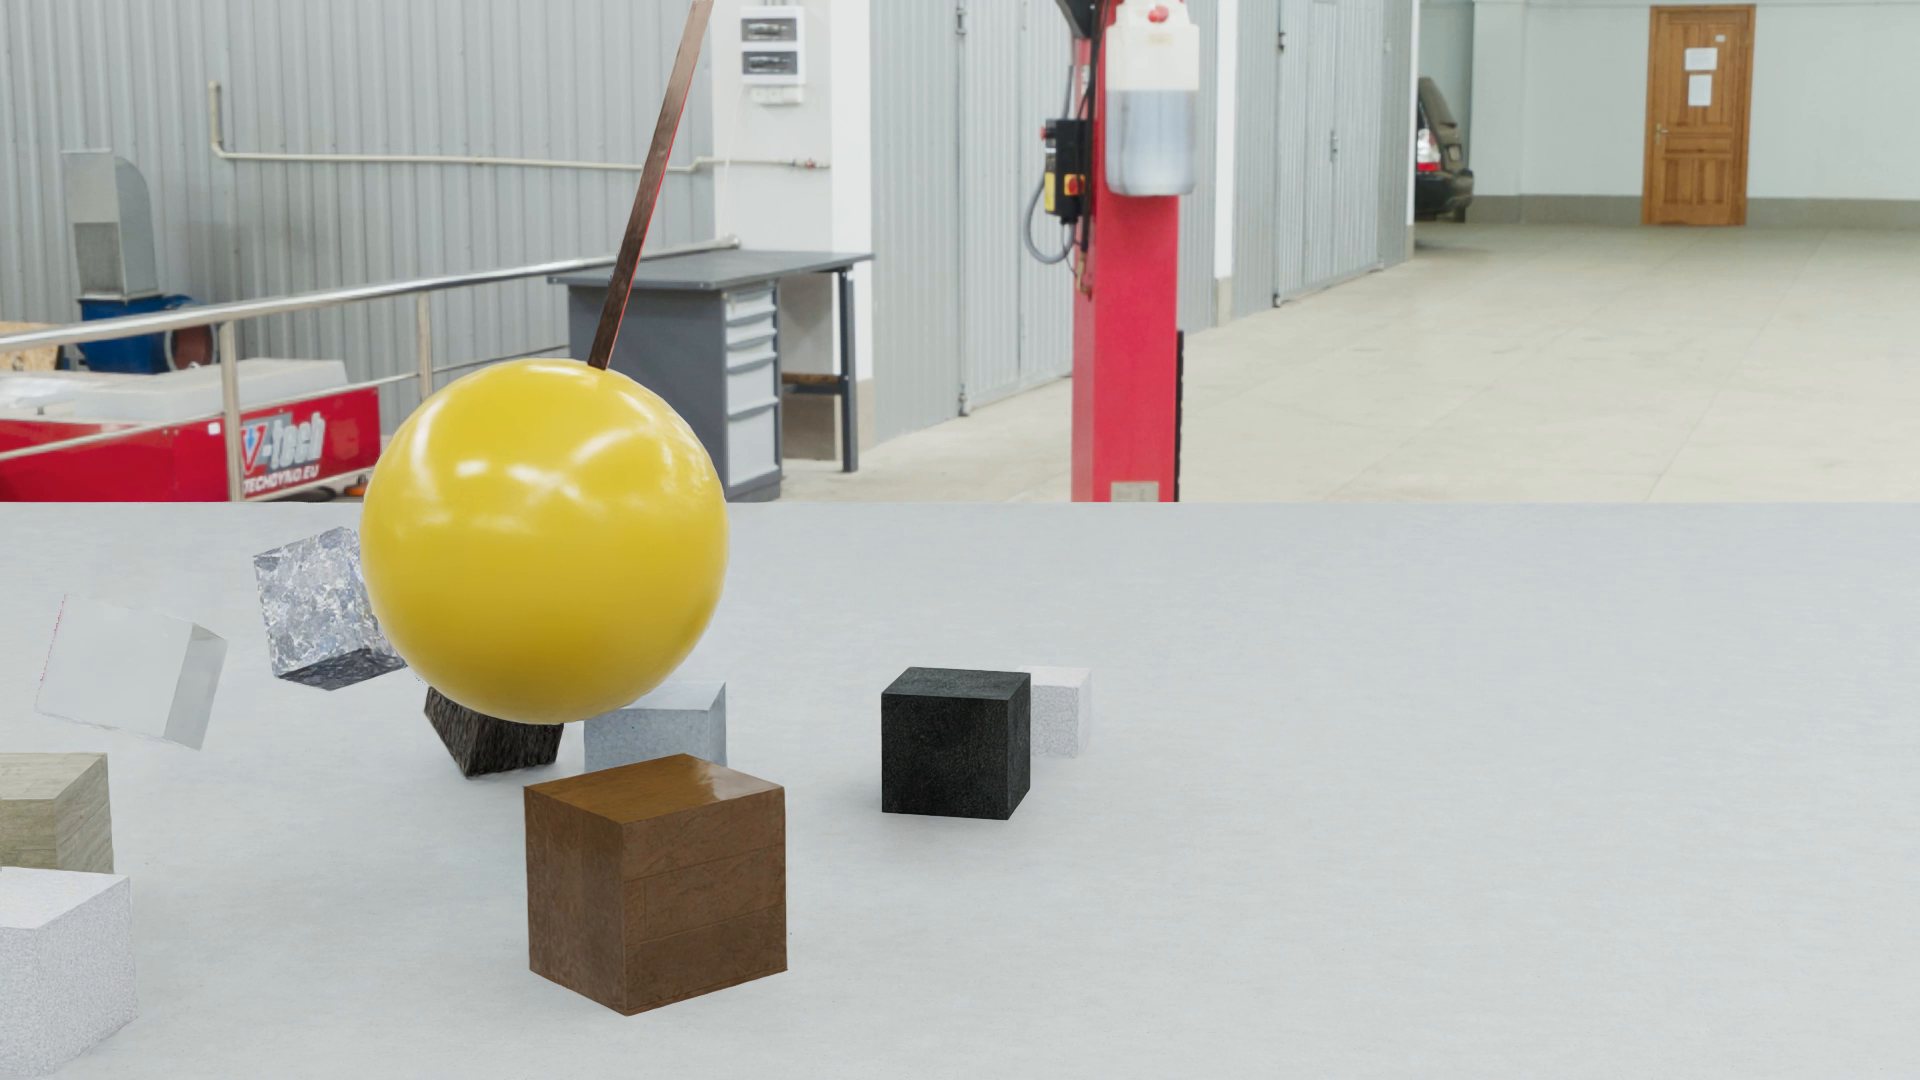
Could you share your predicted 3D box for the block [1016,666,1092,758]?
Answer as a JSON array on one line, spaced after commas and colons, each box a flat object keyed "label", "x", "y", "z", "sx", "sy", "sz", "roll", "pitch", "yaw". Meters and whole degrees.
[{"label": "block", "x": 0.468, "y": 0.902, "z": 13.543, "sx": 0.390, "sy": 0.379, "sz": 0.433, "roll": 2, "pitch": 11, "yaw": 12}]

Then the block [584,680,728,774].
[{"label": "block", "x": -1.433, "y": 1.032, "z": 12.150, "sx": 0.583, "sy": 0.622, "sz": 0.574, "roll": 0, "pitch": 10, "yaw": 2}]

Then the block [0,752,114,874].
[{"label": "block", "x": -3.932, "y": 1.299, "z": 10.463, "sx": 0.729, "sy": 0.700, "sz": 0.718, "roll": 0, "pitch": 10, "yaw": -2}]

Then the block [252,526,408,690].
[{"label": "block", "x": -3.149, "y": 0.355, "z": 12.958, "sx": 0.506, "sy": 0.634, "sz": 0.560, "roll": -17, "pitch": -15, "yaw": 13}]

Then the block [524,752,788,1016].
[{"label": "block", "x": -1.196, "y": 1.337, "z": 10.106, "sx": 0.764, "sy": 0.754, "sz": 0.678, "roll": -9, "pitch": 14, "yaw": -41}]

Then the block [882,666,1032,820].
[{"label": "block", "x": -0.013, "y": 0.983, "z": 12.507, "sx": 0.618, "sy": 0.590, "sz": 0.574, "roll": 2, "pitch": 11, "yaw": 12}]

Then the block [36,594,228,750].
[{"label": "block", "x": -3.008, "y": 0.491, "z": 9.355, "sx": 0.463, "sy": 0.421, "sz": 0.509, "roll": 12, "pitch": -10, "yaw": 0}]

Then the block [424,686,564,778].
[{"label": "block", "x": -2.373, "y": 0.831, "z": 13.144, "sx": 0.501, "sy": 0.461, "sz": 0.539, "roll": -8, "pitch": 40, "yaw": -35}]

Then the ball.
[{"label": "ball", "x": -1.802, "y": 0.005, "z": 11.181, "sx": 1.600, "sy": 1.600, "sz": 1.600, "roll": 0, "pitch": 10, "yaw": 0}]

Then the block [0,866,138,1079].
[{"label": "block", "x": -3.481, "y": 1.568, "z": 9.392, "sx": 0.643, "sy": 0.555, "sz": 0.626, "roll": 2, "pitch": 11, "yaw": 12}]

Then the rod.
[{"label": "rod", "x": -0.781, "y": -3.186, "z": 10.601, "sx": 0.080, "sy": 5.200, "sz": 0.080, "roll": 17, "pitch": 10, "yaw": -3}]
